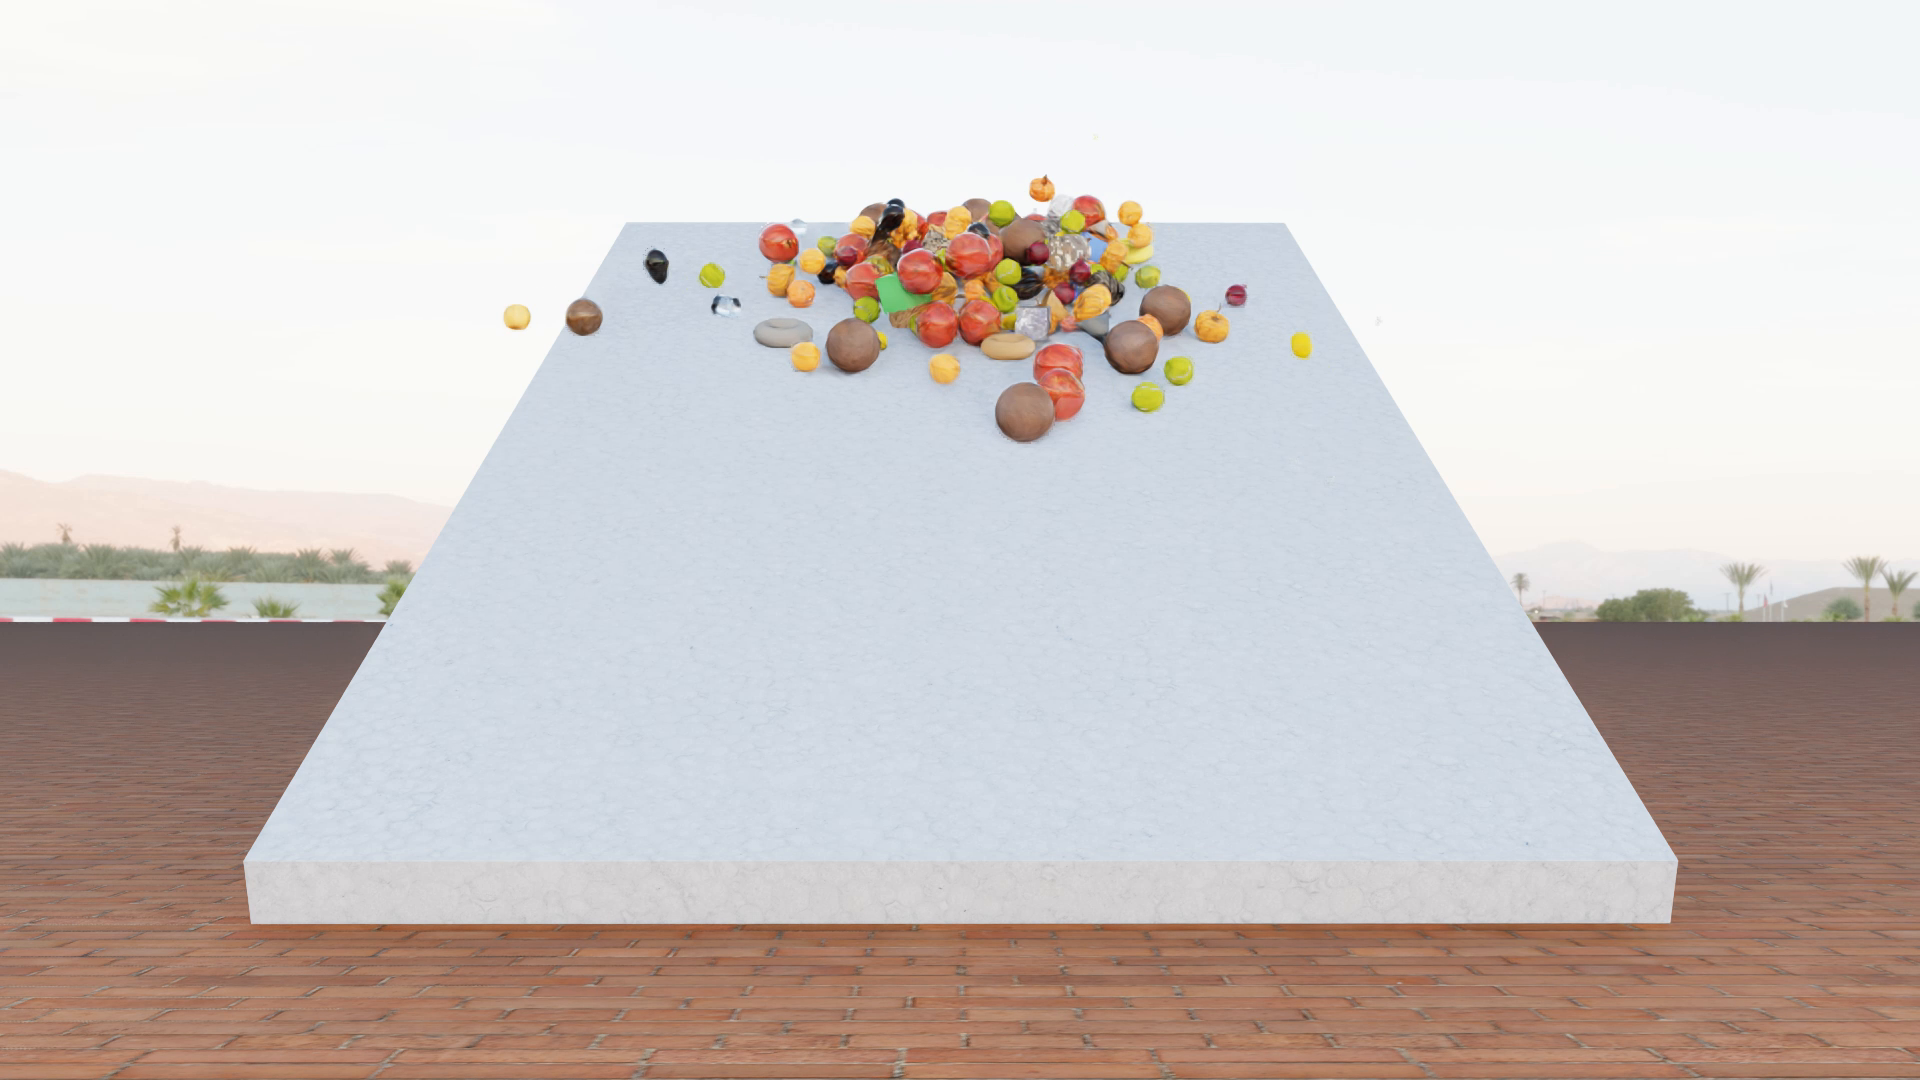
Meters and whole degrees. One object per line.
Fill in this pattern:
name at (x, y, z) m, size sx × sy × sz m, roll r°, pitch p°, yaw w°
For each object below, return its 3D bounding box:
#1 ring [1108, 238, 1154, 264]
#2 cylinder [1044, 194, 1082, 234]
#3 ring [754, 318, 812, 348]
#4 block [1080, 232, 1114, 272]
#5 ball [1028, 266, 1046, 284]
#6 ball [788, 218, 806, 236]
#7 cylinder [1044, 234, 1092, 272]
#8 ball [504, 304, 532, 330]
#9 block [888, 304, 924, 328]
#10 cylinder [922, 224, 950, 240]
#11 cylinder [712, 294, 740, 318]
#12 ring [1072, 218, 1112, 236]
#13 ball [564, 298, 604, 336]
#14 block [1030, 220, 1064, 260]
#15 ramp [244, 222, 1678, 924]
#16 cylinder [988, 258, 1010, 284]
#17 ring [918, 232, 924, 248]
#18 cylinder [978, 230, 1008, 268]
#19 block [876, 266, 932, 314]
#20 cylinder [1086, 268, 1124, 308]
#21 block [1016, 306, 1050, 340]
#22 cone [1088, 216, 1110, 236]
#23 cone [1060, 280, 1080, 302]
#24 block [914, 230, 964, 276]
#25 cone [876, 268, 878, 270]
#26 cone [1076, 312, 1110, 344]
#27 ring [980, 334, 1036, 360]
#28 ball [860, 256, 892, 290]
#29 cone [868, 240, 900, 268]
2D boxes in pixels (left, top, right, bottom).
ring at (0.481, -0.822, 6.468) m, size 0.138 × 0.046 × 0.138 m, roll -1°, pitch 26°, yaw 1°
cylinder at (0.298, -0.946, 6.680) m, size 0.094 × 0.094 × 0.094 m, roll 1°, pitch -36°, yaw -15°
ring at (-0.438, -0.513, 5.647) m, size 0.146 × 0.049 × 0.146 m, roll 1°, pitch 22°, yaw 0°
block at (0.357, -0.788, 6.239) m, size 0.084 × 0.084 × 0.084 m, roll 25°, pitch 6°, yaw -12°
ball at (0.212, -0.724, 6.204) m, size 0.051 × 0.051 × 0.051 m, roll 0°, pitch -2°, yaw 0°
ball at (-0.480, -0.923, 6.725) m, size 0.053 × 0.053 × 0.053 m, roll 0°, pitch -2°, yaw 0°
cylinder at (0.284, -0.759, 6.011) m, size 0.093 × 0.093 × 0.093 m, roll -1°, pitch 10°, yaw 29°
ball at (-1.130, -0.569, 5.812) m, size 0.070 × 0.070 × 0.070 m, roll 0°, pitch -2°, yaw 0°
block at (-0.138, -0.587, 5.806) m, size 0.076 × 0.076 × 0.076 m, roll -4°, pitch 21°, yaw -10°
cylinder at (-0.070, -0.855, 6.444) m, size 0.064 × 0.064 × 0.064 m, roll 21°, pitch 5°, yaw -2°
cylinder at (-0.602, -0.601, 5.859) m, size 0.054 × 0.054 × 0.054 m, roll 14°, pitch 5°, yaw 26°
ring at (0.388, -0.928, 6.755) m, size 0.123 × 0.041 × 0.123 m, roll -4°, pitch 22°, yaw 1°
ball at (-0.941, -0.559, 5.699) m, size 0.095 × 0.095 × 0.095 m, roll 0°, pitch -2°, yaw 0°
block at (0.246, -0.849, 6.444) m, size 0.082 × 0.082 × 0.082 m, roll -2°, pitch -18°, yaw -5°
ramp at (-0.005, -0.212, 5.062) m, size 2.000 × 0.100 × 4.000 m, roll 0°, pitch 21°, yaw 0°
cylinder at (0.106, -0.739, 6.232) m, size 0.059 × 0.059 × 0.059 m, roll 0°, pitch 20°, yaw 0°
ring at (-0.081, -0.844, 6.492) m, size 0.081 × 0.081 × 0.027 m, roll 0°, pitch 0°, yaw 5°
cylinder at (0.093, -0.810, 6.358) m, size 0.077 × 0.077 × 0.077 m, roll -2°, pitch -43°, yaw -2°
block at (-0.138, -0.614, 5.588) m, size 0.087 × 0.087 × 0.087 m, roll -5°, pitch 14°, yaw 45°
cylinder at (0.381, -0.659, 5.962) m, size 0.072 × 0.072 × 0.072 m, roll 37°, pitch -22°, yaw -29°
block at (0.182, -0.540, 5.657) m, size 0.078 × 0.078 × 0.078 m, roll 3°, pitch 9°, yaw 7°
cone at (0.381, -0.865, 6.323) m, size 0.058 × 0.058 × 0.058 m, roll -13°, pitch -4°, yaw 11°
cone at (0.299, -0.664, 6.028) m, size 0.054 × 0.054 × 0.054 m, roll 12°, pitch 18°, yaw -4°
block at (-0.056, -0.784, 6.219) m, size 0.082 × 0.082 × 0.082 m, roll 30°, pitch 1°, yaw 24°
cone at (-0.207, -0.789, 6.361) m, size 0.058 × 0.058 × 0.058 m, roll -19°, pitch 9°, yaw -35°
cone at (0.320, -0.525, 5.595) m, size 0.083 × 0.083 × 0.083 m, roll 7°, pitch -2°, yaw -4°
ring at (0.117, -0.470, 5.542) m, size 0.134 × 0.045 × 0.134 m, roll 0°, pitch 19°, yaw 0°
ball at (-0.227, -0.721, 6.139) m, size 0.091 × 0.091 × 0.091 m, roll 0°, pitch -2°, yaw 0°
cone at (-0.206, -0.808, 6.287) m, size 0.092 × 0.092 × 0.092 m, roll 0°, pitch 35°, yaw 5°
